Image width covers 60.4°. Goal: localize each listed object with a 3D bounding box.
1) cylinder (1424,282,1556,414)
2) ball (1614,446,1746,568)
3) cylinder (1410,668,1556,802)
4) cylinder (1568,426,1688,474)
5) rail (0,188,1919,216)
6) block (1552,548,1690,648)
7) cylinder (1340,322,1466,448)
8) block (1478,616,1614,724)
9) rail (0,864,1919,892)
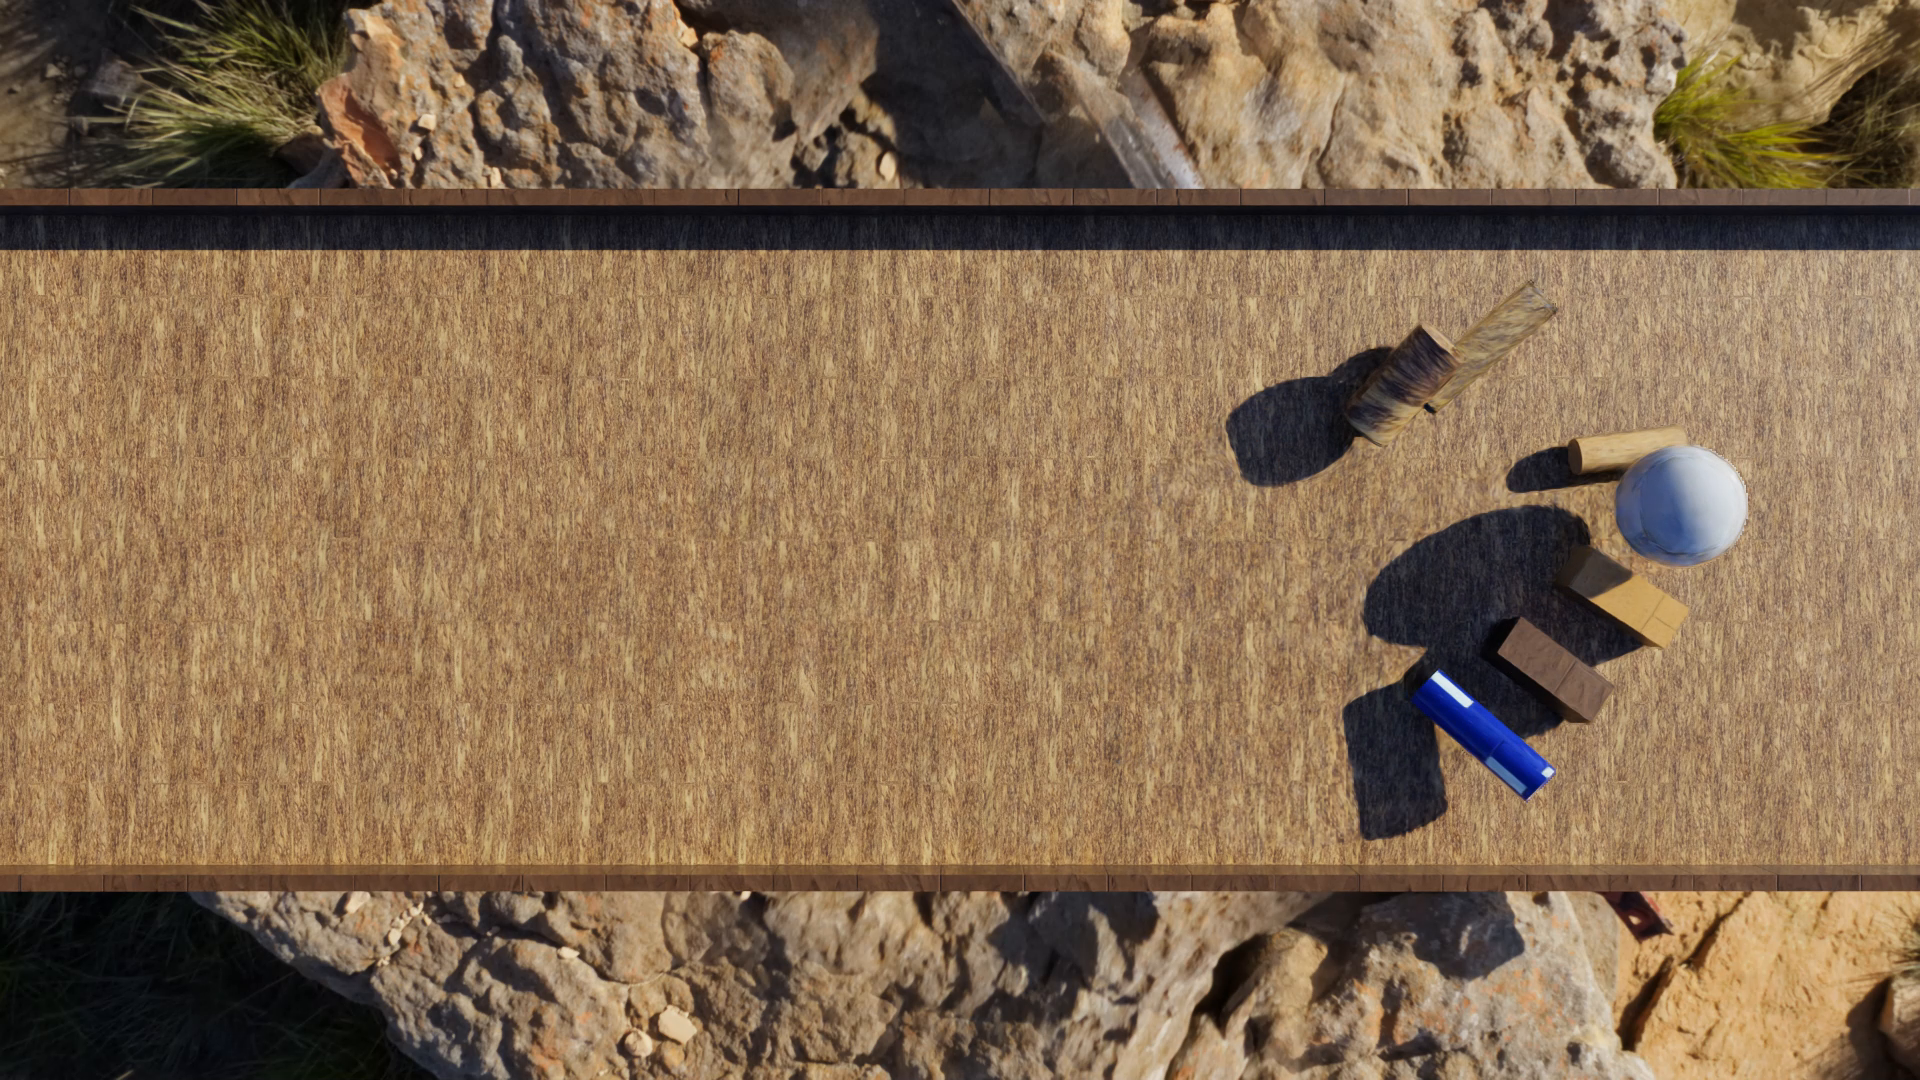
[{"bbox_3d":[1.552,-0.570,4.919,0.124,0.124,0.456,47,117,0],"label":"cylinder"},{"bbox_3d":[2.087,-0.098,4.788,0.354,0.354,0.354,0,90,0],"label":"ball"},{"bbox_3d":[1.564,0.582,4.945,0.438,0.132,0.132,43,90,18],"label":"cylinder"},{"bbox_3d":[2.031,-0.274,5.020,0.321,0.112,0.112,-7,90,0],"label":"cylinder"},{"bbox_3d":[-2.247,-1.025,5.002,12.000,0.150,0.050,0,90,0],"label":"rail"},{"bbox_3d":[2.003,0.173,5.006,0.343,0.140,0.140,33,90,0],"label":"block"},{"bbox_3d":[1.316,-0.460,4.902,0.176,0.176,0.345,40,115,0],"label":"cylinder"},{"bbox_3d":[1.776,0.395,4.999,0.351,0.136,0.136,37,81,0],"label":"block"},{"bbox_3d":[-2.247,1.025,5.001,12.000,0.150,0.050,0,90,0],"label":"rail"}]
